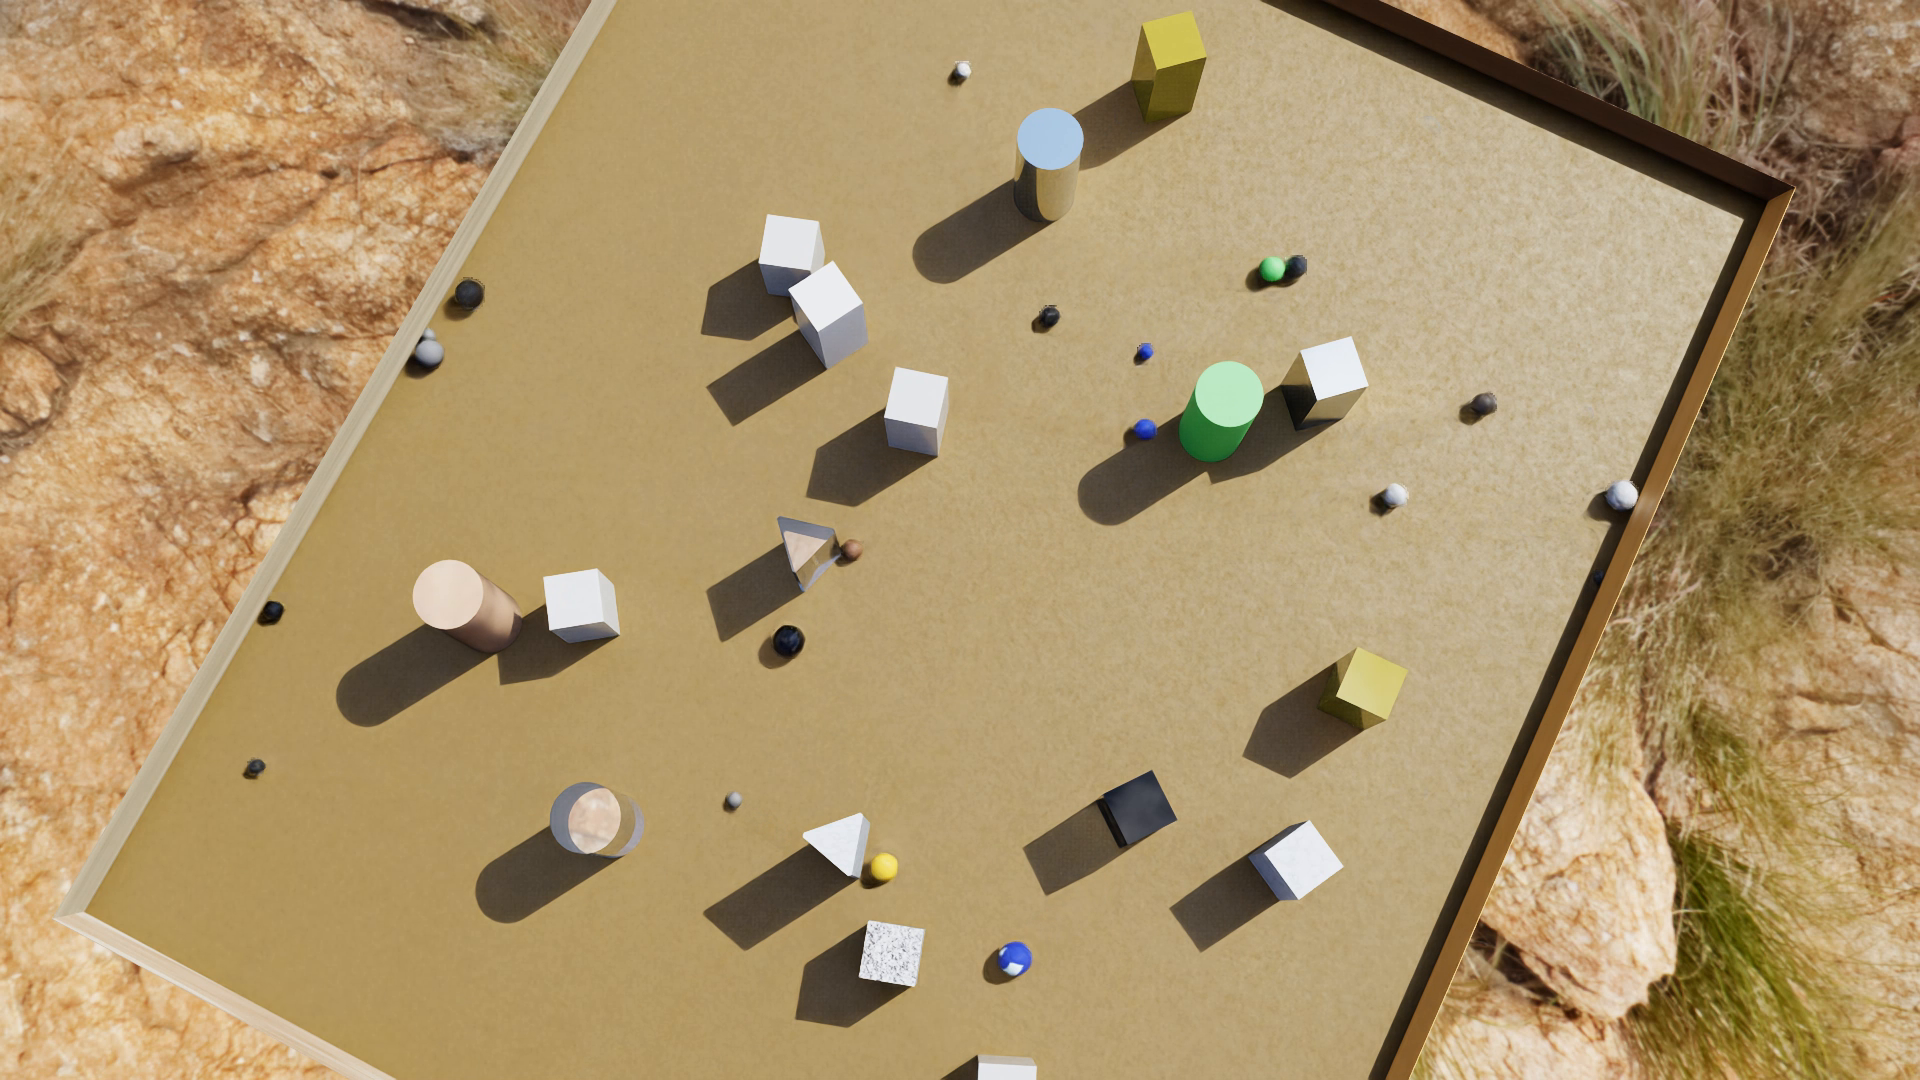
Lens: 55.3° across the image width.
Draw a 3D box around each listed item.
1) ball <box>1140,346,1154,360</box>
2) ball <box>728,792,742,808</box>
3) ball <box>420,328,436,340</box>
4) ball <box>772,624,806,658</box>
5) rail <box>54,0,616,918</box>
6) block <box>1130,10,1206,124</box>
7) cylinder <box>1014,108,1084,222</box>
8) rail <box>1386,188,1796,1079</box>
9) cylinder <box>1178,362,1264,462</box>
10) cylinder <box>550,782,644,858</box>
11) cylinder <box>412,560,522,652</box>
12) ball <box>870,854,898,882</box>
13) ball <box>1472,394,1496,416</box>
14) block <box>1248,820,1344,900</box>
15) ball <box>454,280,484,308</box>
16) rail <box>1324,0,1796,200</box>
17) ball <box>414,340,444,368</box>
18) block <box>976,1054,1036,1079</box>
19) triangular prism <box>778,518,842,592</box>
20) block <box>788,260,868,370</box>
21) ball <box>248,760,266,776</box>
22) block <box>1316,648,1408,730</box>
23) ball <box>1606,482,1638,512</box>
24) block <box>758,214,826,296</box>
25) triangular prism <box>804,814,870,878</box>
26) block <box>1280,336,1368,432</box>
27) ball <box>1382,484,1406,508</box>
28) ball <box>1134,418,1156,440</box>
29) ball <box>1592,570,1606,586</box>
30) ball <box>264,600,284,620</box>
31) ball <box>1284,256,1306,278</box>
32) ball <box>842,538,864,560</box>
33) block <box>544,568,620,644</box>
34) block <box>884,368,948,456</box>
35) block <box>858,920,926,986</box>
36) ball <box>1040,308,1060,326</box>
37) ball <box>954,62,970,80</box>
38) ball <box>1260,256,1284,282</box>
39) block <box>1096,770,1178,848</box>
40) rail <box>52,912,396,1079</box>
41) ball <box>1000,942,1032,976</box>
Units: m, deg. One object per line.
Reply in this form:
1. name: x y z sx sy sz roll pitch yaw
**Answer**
1. ball: 0.582 -0.585 5.716 0.043 0.043 0.043 0 78 0
2. ball: -0.667 0.770 5.435 0.045 0.045 0.045 0 78 0
3. ball: -1.660 -0.637 5.723 0.049 0.049 0.049 0 78 0
4. ball: -0.514 0.303 5.504 0.098 0.098 0.098 0 78 0
5. rail: -1.618 -0.785 5.713 0.045 0.128 4.332 26 80 5
6. block: 0.648 -1.473 5.726 0.157 0.383 0.157 -15 79 -3
7. cylinder: 0.268 -1.147 5.639 0.196 0.421 0.196 0 78 0
8. rail: 1.618 0.799 5.385 0.045 0.128 4.332 26 80 5
9. cylinder: 0.776 -0.379 5.482 0.196 0.416 0.196 0 78 0
10. cylinder: -1.035 0.806 5.250 0.196 0.390 0.196 0 78 0
11. cylinder: -1.428 0.199 5.338 0.196 0.464 0.196 0 78 0
12. ball: -0.222 0.960 5.376 0.082 0.082 0.082 0 78 0
13. ball: 1.619 -0.419 5.668 0.070 0.070 0.070 0 78 0
14. block: 0.960 0.924 5.267 0.157 0.311 0.157 -35 80 -7
15. ball: -1.534 -0.768 5.730 0.090 0.090 0.090 0 78 0
16. rail: 0.958 -1.870 5.937 3.665 0.128 0.045 26 80 5
17. ball: -1.648 -0.578 5.692 0.087 0.087 0.087 0 78 0
18. block: 0.126 1.538 5.132 0.157 0.325 0.157 3 78 1
19. triangular prism: -0.473 0.016 5.450 0.147 0.321 0.170 43 81 8
20. block: -0.395 -0.677 5.562 0.157 0.381 0.157 -34 80 -7
21. ball: -2.093 0.676 5.453 0.046 0.046 0.046 0 78 0
22. block: 1.175 0.439 5.373 0.157 0.300 0.157 25 79 5
23. ball: 2.023 -0.134 5.598 0.091 0.091 0.091 0 78 0
24. block: -0.516 -0.869 5.656 0.157 0.276 0.157 8 78 2
25. triangular prism: -0.317 0.849 5.222 0.170 0.429 0.147 40 81 8
26. block: 1.096 -0.467 5.534 0.157 0.351 0.157 -16 79 -3
27. ball: 1.329 -0.136 5.607 0.073 0.073 0.073 0 78 0
28. ball: 0.570 -0.342 5.654 0.065 0.065 0.065 0 78 0
29. ball: 1.947 0.116 5.570 0.044 0.044 0.044 0 78 0
30. ball: -2.075 0.212 5.542 0.060 0.060 0.060 0 78 0
31. ball: 1.053 -0.856 5.758 0.069 0.069 0.069 0 78 0
32. ball: -0.326 0.028 5.579 0.063 0.063 0.063 0 78 0
33. block: -1.120 0.198 5.440 0.157 0.265 0.157 -9 78 -2
34. block: -0.128 -0.383 5.525 0.157 0.335 0.157 12 79 2
35. block: -0.192 1.179 5.239 0.157 0.262 0.157 9 78 2
36. ball: 0.282 -0.698 5.730 0.060 0.060 0.060 0 78 0
37. ball: 0.008 -1.509 5.902 0.052 0.052 0.052 0 78 0
38. ball: 0.979 -0.850 5.752 0.080 0.080 0.080 0 78 0
39. block: 0.508 0.782 5.308 0.157 0.288 0.157 -26 79 -5
40. rail: -0.958 1.883 5.161 3.665 0.128 0.045 26 80 5
41. ball: 0.162 1.213 5.316 0.097 0.097 0.097 0 78 0
